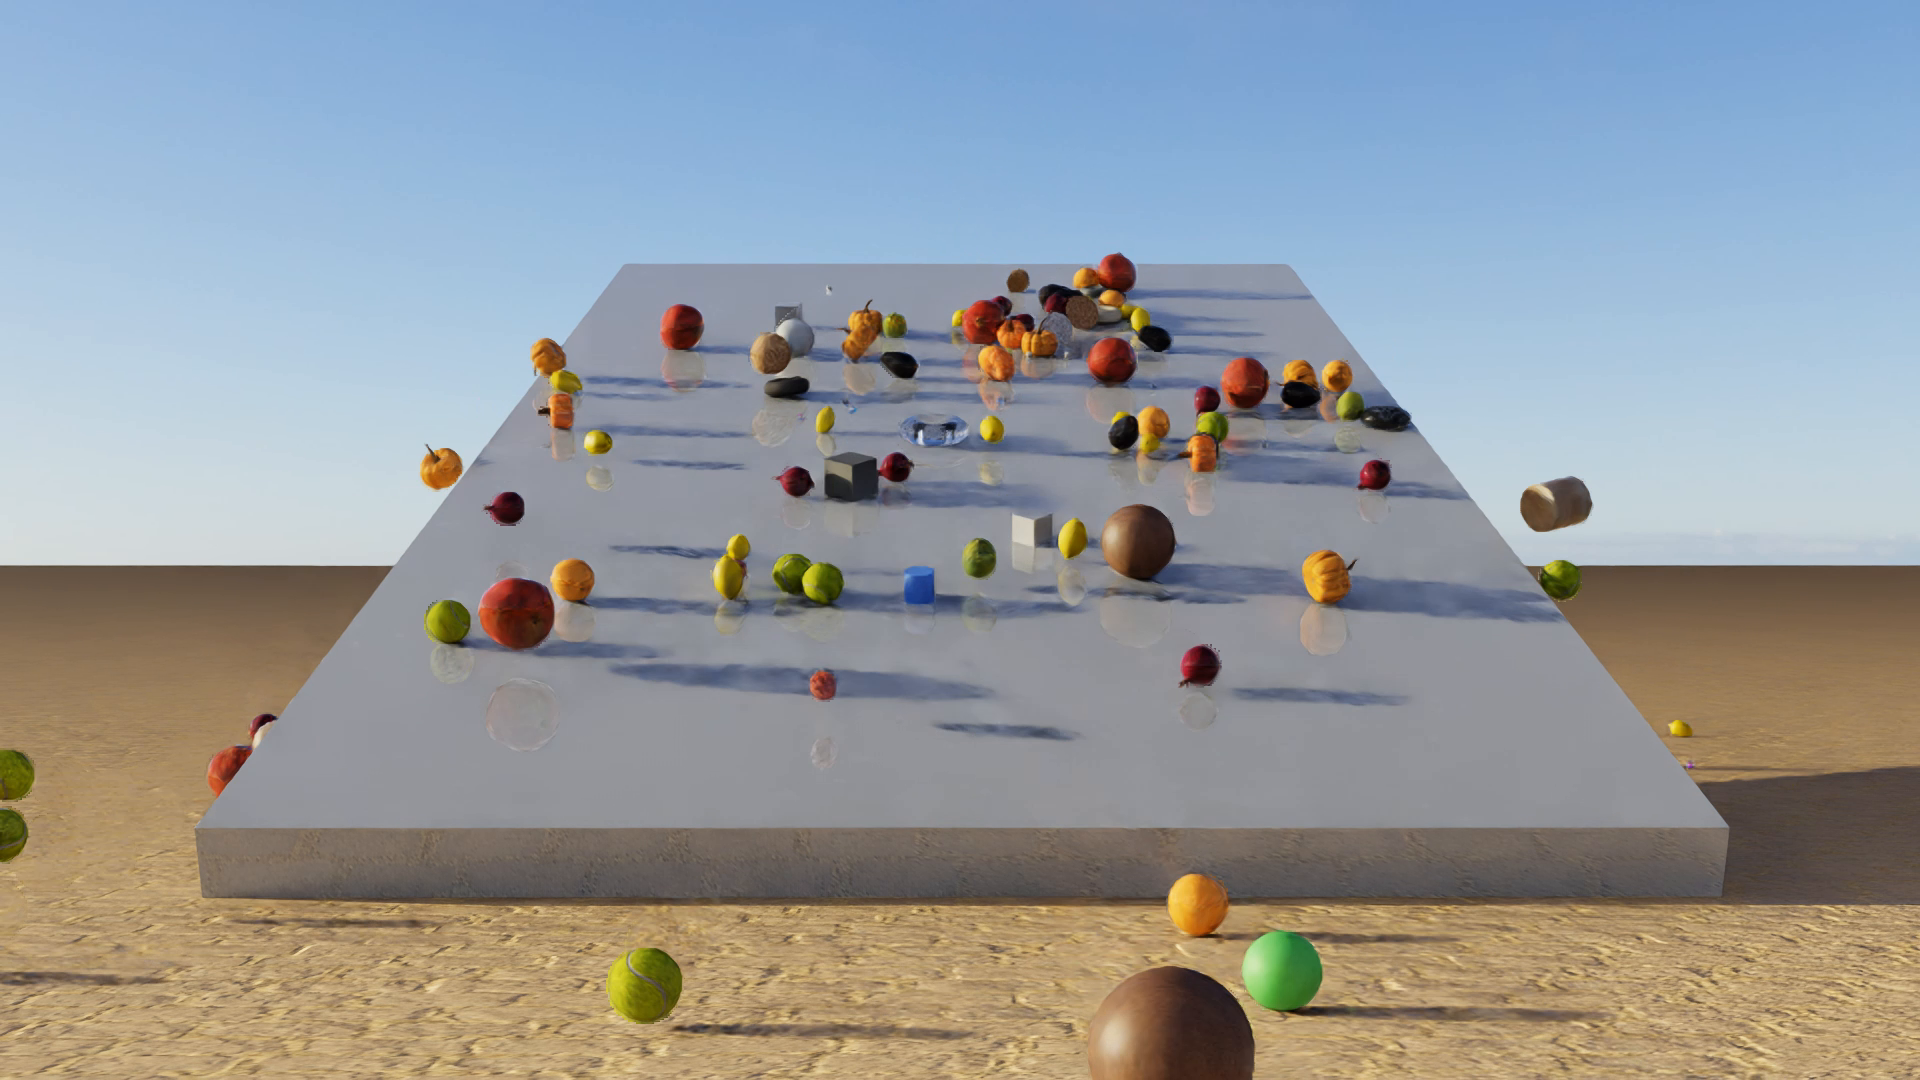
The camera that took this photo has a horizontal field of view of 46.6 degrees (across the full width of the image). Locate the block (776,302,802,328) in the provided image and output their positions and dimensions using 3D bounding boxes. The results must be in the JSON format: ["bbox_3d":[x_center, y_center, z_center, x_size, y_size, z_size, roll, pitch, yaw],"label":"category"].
[{"bbox_3d":[-0.450,-0.590,5.854,0.059,0.059,0.059,2,18,7],"label":"block"}]

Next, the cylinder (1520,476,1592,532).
[{"bbox_3d":[1.210,-0.072,4.528,0.099,0.099,0.099,-12,6,-32],"label":"cylinder"}]

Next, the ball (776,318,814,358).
[{"bbox_3d":[-0.409,-0.498,5.505,0.096,0.096,0.096,0,0,0],"label":"ball"}]

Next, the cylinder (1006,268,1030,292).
[{"bbox_3d":[0.164,-0.734,6.314,0.058,0.058,0.058,0,17,7],"label":"cylinder"}]

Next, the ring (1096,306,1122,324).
[{"bbox_3d":[0.374,-0.597,5.917,0.113,0.038,0.113,1,17,0],"label":"ring"}]

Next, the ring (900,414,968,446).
[{"bbox_3d":[-0.054,-0.235,4.753,0.146,0.049,0.146,0,16,0],"label":"ring"}]

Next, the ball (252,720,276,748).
[{"bbox_3d":[-1.194,0.357,3.902,0.083,0.083,0.083,0,0,0],"label":"ball"}]

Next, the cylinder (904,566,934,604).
[{"bbox_3d":[-0.068,0.077,3.761,0.052,0.052,0.052,0,18,0],"label":"cylinder"}]

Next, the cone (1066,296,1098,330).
[{"bbox_3d":[0.301,-0.585,5.870,0.095,0.095,0.095,0,-11,-23],"label":"cone"}]

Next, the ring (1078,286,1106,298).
[{"bbox_3d":[0.370,-0.693,6.238,0.078,0.026,0.078,0,15,0],"label":"ring"}]

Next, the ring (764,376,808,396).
[{"bbox_3d":[-0.400,-0.353,5.129,0.104,0.035,0.104,-6,9,1],"label":"ring"}]

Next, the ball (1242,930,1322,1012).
[{"bbox_3d":[0.318,0.425,2.199,0.078,0.078,0.078,0,0,0],"label":"ball"}]

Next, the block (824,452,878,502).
[{"bbox_3d":[-0.213,-0.124,4.359,0.073,0.073,0.073,14,23,38],"label":"block"}]

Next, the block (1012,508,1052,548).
[{"bbox_3d":[0.132,-0.022,4.075,0.052,0.052,0.052,16,23,40],"label":"block"}]

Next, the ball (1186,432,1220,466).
[{"bbox_3d":[0.496,-0.186,4.562,0.070,0.070,0.070,0,0,0],"label":"ball"}]

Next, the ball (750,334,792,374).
[{"bbox_3d":[-0.438,-0.430,5.158,0.095,0.095,0.095,0,0,0],"label":"ball"}]

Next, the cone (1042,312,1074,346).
[{"bbox_3d":[0.230,-0.526,5.688,0.087,0.087,0.087,0,-11,-25],"label":"cone"}]

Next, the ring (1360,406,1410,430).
[{"bbox_3d":[0.930,-0.267,4.879,0.109,0.036,0.109,0,16,0],"label":"ring"}]

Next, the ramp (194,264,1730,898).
[{"bbox_3d":[-0.003,-0.181,4.827,2.000,0.100,4.000,0,18,0],"label":"ramp"}]
